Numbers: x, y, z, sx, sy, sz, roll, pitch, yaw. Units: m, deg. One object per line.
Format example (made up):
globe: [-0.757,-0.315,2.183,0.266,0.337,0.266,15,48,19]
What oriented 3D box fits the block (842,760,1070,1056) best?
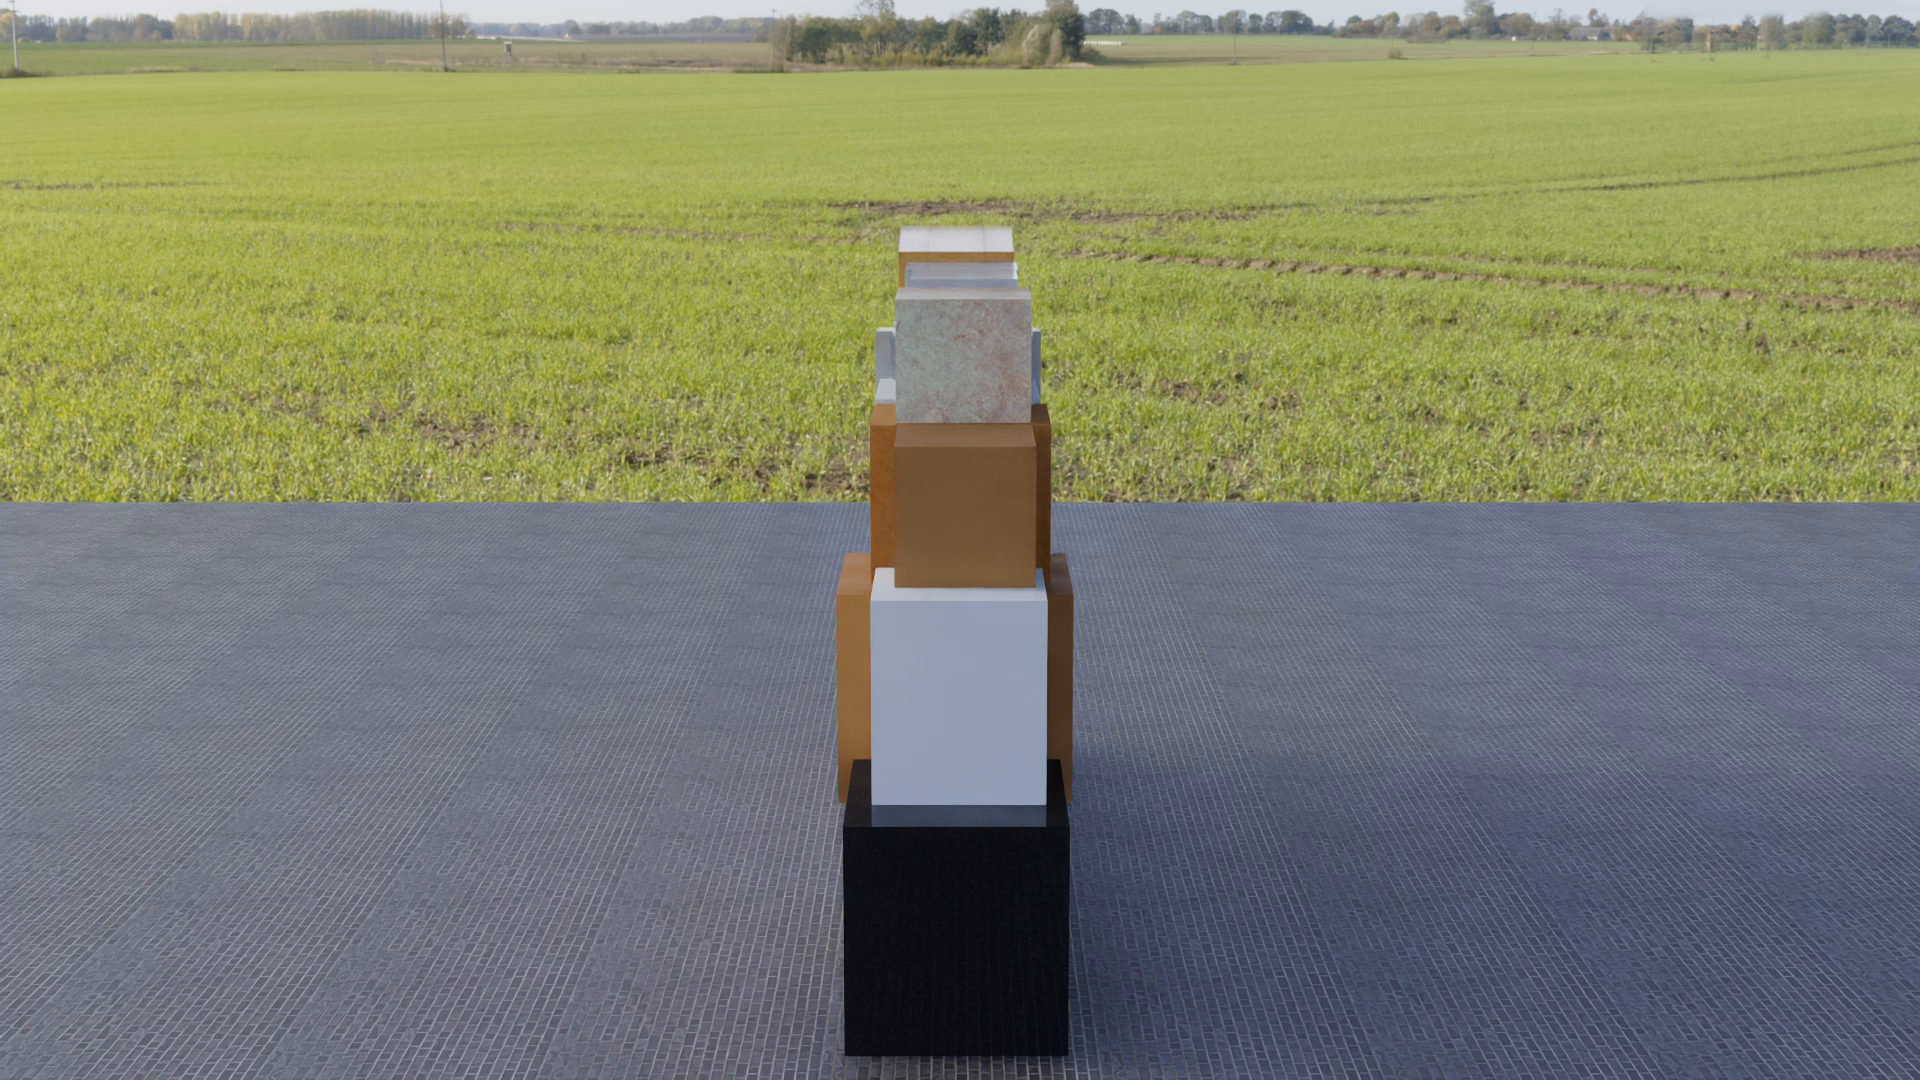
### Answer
block: [-0.013,1.363,9.661,0.809,0.861,0.915,0,10,0]

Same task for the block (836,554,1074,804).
block: [-0.019,0.545,10.389,0.917,0.841,0.815,0,11,0]

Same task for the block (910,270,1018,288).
block: [0.018,-0.866,10.778,0.442,0.497,0.474,0,10,0]

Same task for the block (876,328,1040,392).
block: [-0.008,-0.674,12.419,0.774,0.691,0.723,0,6,0]

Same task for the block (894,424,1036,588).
block: [0.019,-0.136,9.747,0.523,0.528,0.604,0,10,0]

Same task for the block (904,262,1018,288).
block: [0.007,-0.950,11.235,0.486,0.499,0.443,0,10,0]

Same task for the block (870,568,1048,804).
block: [-0.004,0.539,9.648,0.641,0.764,0.629,0,10,0]

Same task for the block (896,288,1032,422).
block: [0.014,-0.746,10.269,0.532,0.485,0.502,0,11,0]

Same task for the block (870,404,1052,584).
block: [0.002,-0.196,10.356,0.708,0.628,0.606,0,11,0]

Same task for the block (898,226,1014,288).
block: [-0.018,-1.135,11.724,0.512,0.492,0.531,0,19,0]

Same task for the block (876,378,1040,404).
block: [-0.009,-0.273,11.041,0.685,0.764,0.719,0,10,0]
